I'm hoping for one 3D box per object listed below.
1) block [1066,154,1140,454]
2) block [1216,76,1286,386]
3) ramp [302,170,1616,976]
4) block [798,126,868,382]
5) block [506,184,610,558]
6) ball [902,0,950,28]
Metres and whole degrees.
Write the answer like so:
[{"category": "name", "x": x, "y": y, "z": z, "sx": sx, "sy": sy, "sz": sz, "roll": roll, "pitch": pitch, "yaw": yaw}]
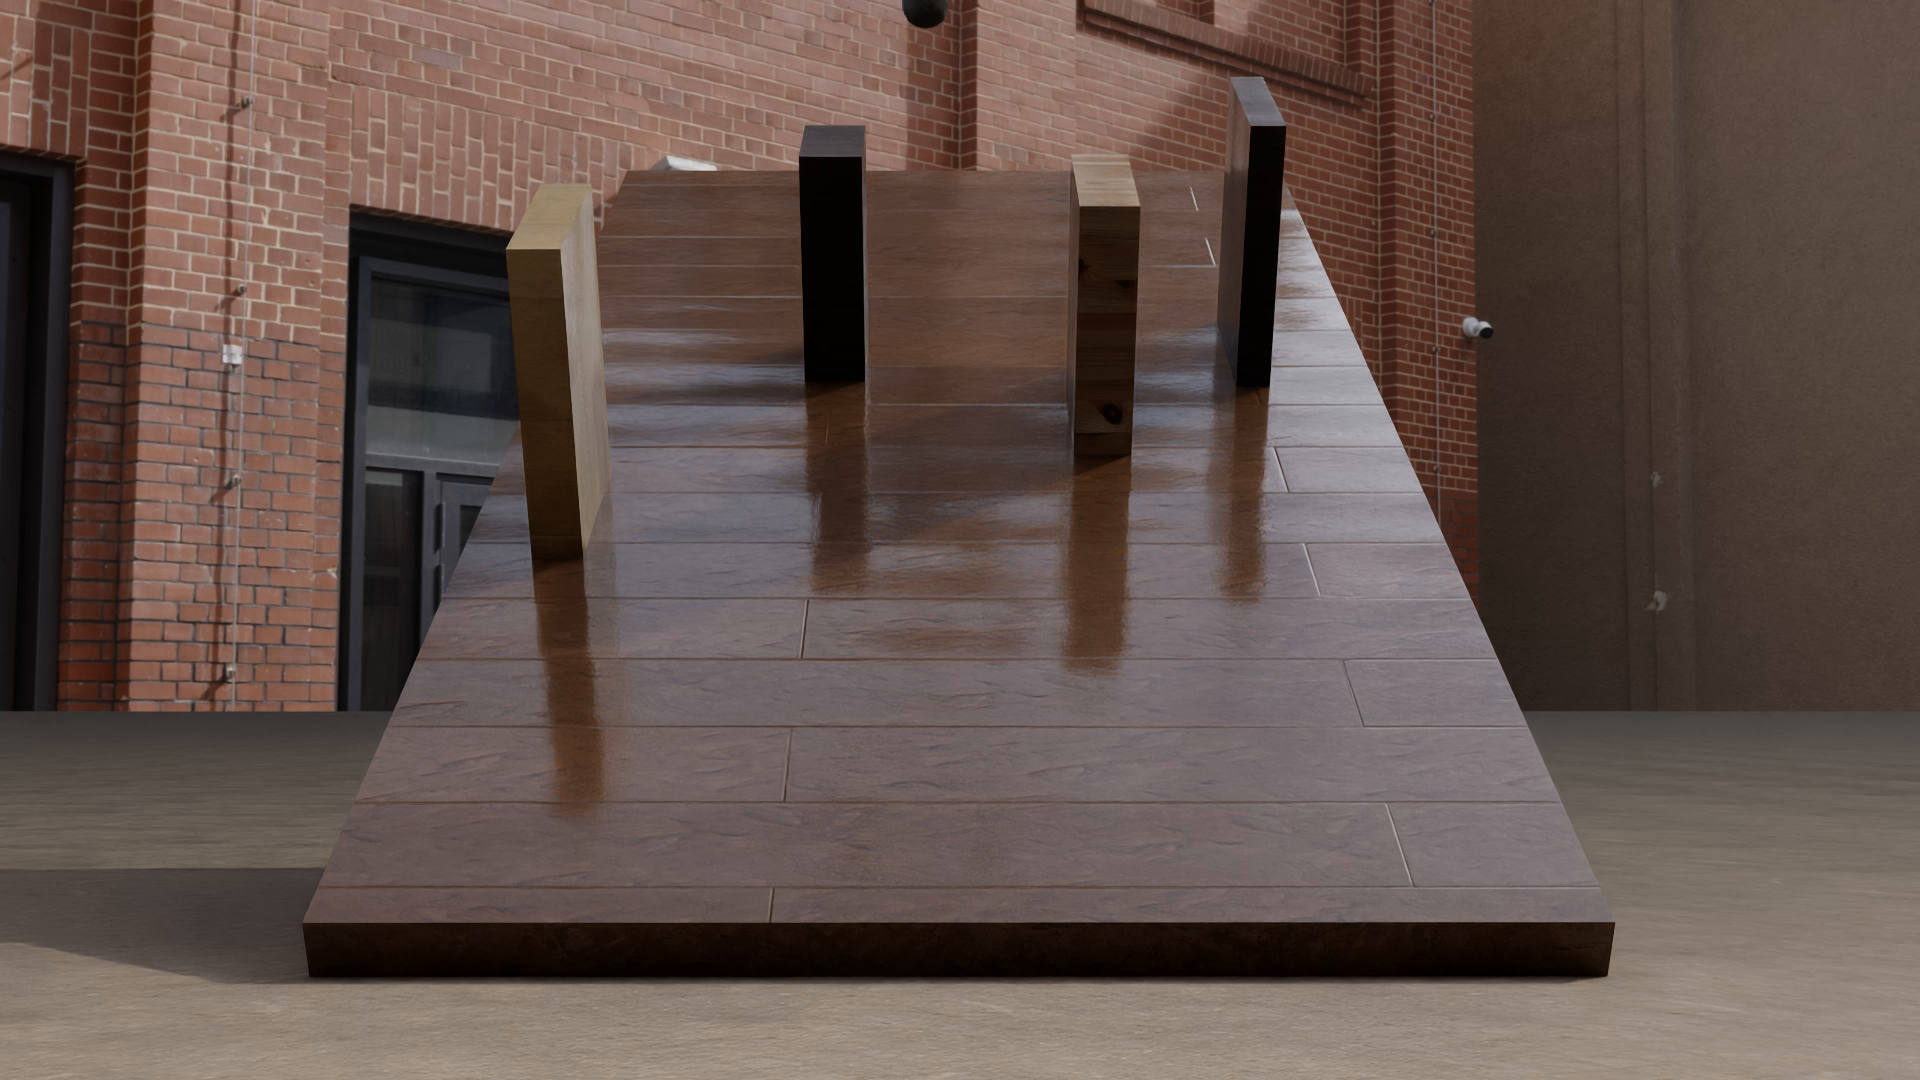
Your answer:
[{"category": "block", "x": 0.316, "y": -0.531, "z": 5.257, "sx": 0.128, "sy": 0.571, "sz": 0.393, "roll": 0, "pitch": 25, "yaw": 0}, {"category": "block", "x": 0.696, "y": -0.747, "z": 5.643, "sx": 0.081, "sy": 0.631, "sz": 0.445, "roll": 0, "pitch": 25, "yaw": 0}, {"category": "ramp", "x": -0.009, "y": -0.229, "z": 5.401, "sx": 2.000, "sy": 0.100, "sz": 4.000, "roll": 0, "pitch": 25, "yaw": 0}, {"category": "block", "x": -0.298, "y": -0.685, "z": 5.602, "sx": 0.144, "sy": 0.550, "sz": 0.266, "roll": 0, "pitch": 25, "yaw": 0}, {"category": "block", "x": -0.810, "y": -0.349, "z": 4.776, "sx": 0.103, "sy": 0.649, "sz": 0.429, "roll": 0, "pitch": 25, "yaw": 0}, {"category": "ball", "x": -0.098, "y": -1.529, "z": 6.699, "sx": 0.135, "sy": 0.135, "sz": 0.135, "roll": 0, "pitch": -4, "yaw": 0}]
